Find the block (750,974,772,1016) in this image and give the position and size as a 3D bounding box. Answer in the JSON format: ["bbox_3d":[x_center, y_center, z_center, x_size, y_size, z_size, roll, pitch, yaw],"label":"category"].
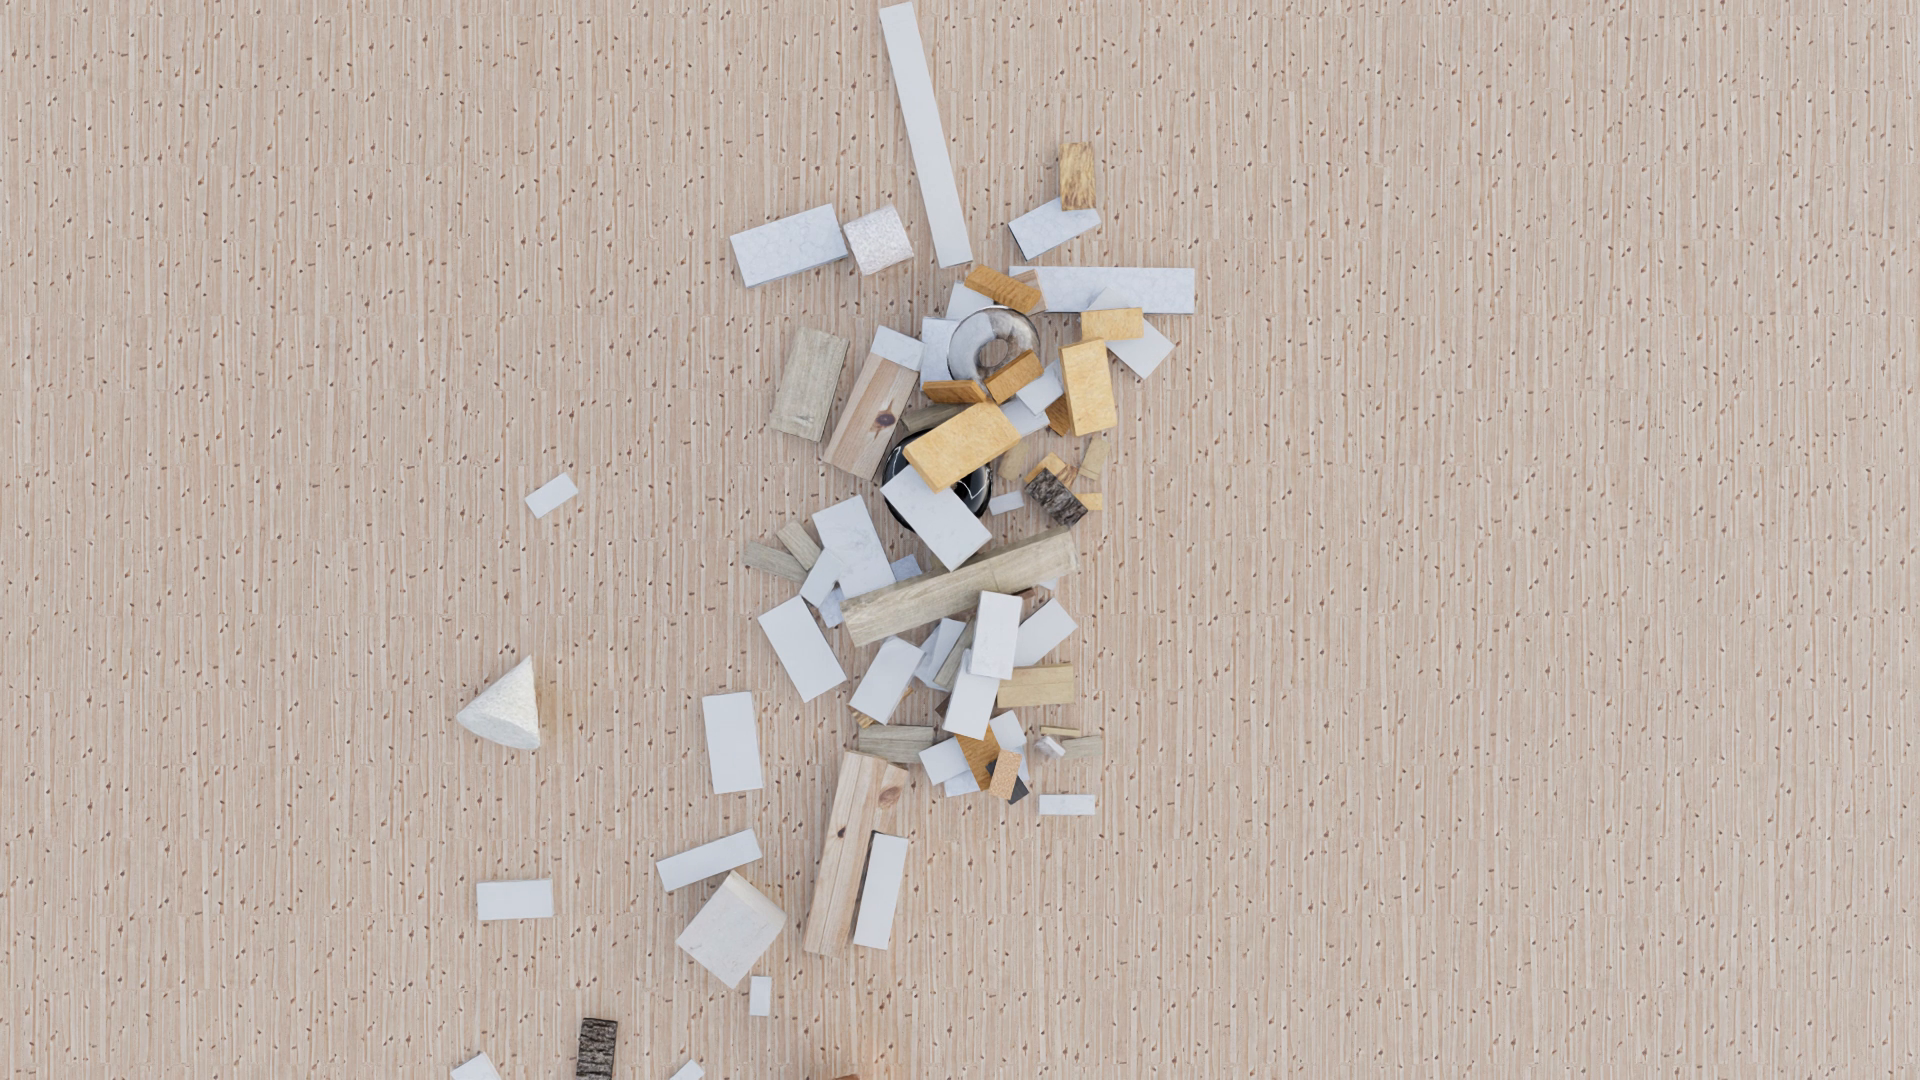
[{"bbox_3d":[-0.664,1.516,5.491,0.064,0.018,0.128,4,90,0],"label":"block"}]

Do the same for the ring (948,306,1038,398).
[{"bbox_3d":[0.110,-0.611,5.390,0.322,0.107,0.322,-10,122,-17],"label":"ring"}]

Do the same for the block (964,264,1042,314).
[{"bbox_3d":[0.140,-0.816,5.358,0.226,0.113,0.032,27,131,12],"label":"block"}]

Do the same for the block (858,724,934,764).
[{"bbox_3d":[-0.212,0.676,5.483,0.243,0.034,0.122,2,90,0],"label":"block"}]

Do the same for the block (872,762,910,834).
[{"bbox_3d":[-0.261,0.848,5.466,0.114,0.032,0.228,19,98,-2],"label":"block"}]

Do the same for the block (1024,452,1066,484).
[{"bbox_3d":[0.282,-0.226,5.481,0.132,0.019,0.066,-44,90,9],"label":"block"}]

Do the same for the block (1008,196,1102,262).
[{"bbox_3d":[0.314,-1.051,5.480,0.277,0.039,0.139,-27,90,0],"label":"block"}]

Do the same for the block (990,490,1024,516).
[{"bbox_3d":[0.153,-0.124,5.492,0.112,0.016,0.056,-17,90,0],"label":"block"}]

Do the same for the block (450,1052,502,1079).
[{"bbox_3d":[-1.576,1.838,5.483,0.122,0.034,0.243,-31,90,0],"label":"block"}]

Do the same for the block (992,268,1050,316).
[{"bbox_3d":[0.141,-0.781,5.441,0.277,0.039,0.139,-17,90,17],"label":"block"}]

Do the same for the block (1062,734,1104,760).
[{"bbox_3d":[0.408,0.690,5.491,0.131,0.018,0.065,-8,90,0],"label":"block"}]

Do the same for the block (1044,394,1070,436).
[{"bbox_3d":[0.371,-0.474,5.483,0.121,0.034,0.243,39,90,0],"label":"block"}]

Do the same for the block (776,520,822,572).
[{"bbox_3d":[-0.528,0.019,5.474,0.081,0.023,0.162,-39,84,-10],"label":"block"}]

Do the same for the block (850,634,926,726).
[{"bbox_3d":[-0.238,0.459,5.441,0.136,0.039,0.272,27,81,16],"label":"block"}]

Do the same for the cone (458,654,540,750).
[{"bbox_3d":[-1.466,0.501,5.437,0.283,0.283,0.283,17,63,0],"label":"cone"}]

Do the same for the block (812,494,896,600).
[{"bbox_3d":[-0.341,0.047,5.454,0.176,0.050,0.352,-23,83,0],"label":"block"}]

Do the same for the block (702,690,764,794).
[{"bbox_3d":[-0.753,0.671,5.477,0.161,0.046,0.322,-7,90,0],"label":"block"}]

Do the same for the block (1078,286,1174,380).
[{"bbox_3d":[0.548,-0.684,5.450,0.297,0.042,0.149,40,98,-7],"label":"block"}]

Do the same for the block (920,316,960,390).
[{"bbox_3d":[-0.065,-0.609,5.434,0.121,0.034,0.243,5,112,5],"label":"block"}]

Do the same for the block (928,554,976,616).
[{"bbox_3d":[-0.020,0.138,5.485,0.105,0.030,0.210,-20,90,0],"label":"block"}]

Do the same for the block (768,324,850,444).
[{"bbox_3d":[-0.500,-0.517,5.475,0.177,0.050,0.354,16,90,0],"label":"block"}]

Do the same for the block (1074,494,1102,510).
[{"bbox_3d":[0.417,-0.126,5.492,0.112,0.016,0.056,-2,90,0],"label":"block"}]

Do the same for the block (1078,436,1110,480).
[{"bbox_3d":[0.448,-0.271,5.491,0.066,0.019,0.132,22,90,0],"label":"block"}]

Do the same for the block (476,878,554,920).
[{"bbox_3d":[-1.478,1.194,5.483,0.243,0.034,0.121,-3,90,0],"label":"block"}]

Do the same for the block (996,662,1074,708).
[{"bbox_3d":[0.247,0.480,5.457,0.255,0.036,0.127,-4,105,-4],"label":"block"}]

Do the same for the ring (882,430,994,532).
[{"bbox_3d":[-0.074,-0.190,5.439,0.369,0.123,0.369,0,89,0],"label":"ring"}]

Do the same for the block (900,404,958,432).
[{"bbox_3d":[-0.102,-0.411,5.441,0.175,0.088,0.025,-23,118,-10],"label":"block"}]

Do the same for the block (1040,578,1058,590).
[{"bbox_3d":[0.247,0.094,5.488,0.172,0.024,0.086,24,90,0],"label":"block"}]

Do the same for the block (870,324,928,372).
[{"bbox_3d":[-0.200,-0.633,5.435,0.189,0.027,0.094,25,104,27],"label":"block"}]

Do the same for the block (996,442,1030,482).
[{"bbox_3d":[0.177,-0.266,5.491,0.066,0.019,0.132,23,90,0],"label":"block"}]

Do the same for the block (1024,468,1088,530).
[{"bbox_3d":[0.319,-0.134,5.467,0.201,0.028,0.100,45,99,-4],"label":"block"}]

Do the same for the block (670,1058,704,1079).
[{"bbox_3d":[-0.918,1.794,5.491,0.128,0.018,0.064,-43,90,0],"label":"block"}]

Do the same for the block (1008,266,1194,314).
[{"bbox_3d":[0.468,-0.829,5.479,0.613,0.042,0.149,1,90,0],"label":"block"}]

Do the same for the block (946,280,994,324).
[{"bbox_3d":[0.017,-0.701,5.428,0.139,0.039,0.277,16,112,1],"label":"block"}]

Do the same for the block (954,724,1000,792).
[{"bbox_3d":[0.073,0.693,5.410,0.117,0.033,0.234,-25,85,-1],"label":"block"}]

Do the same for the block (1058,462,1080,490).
[{"bbox_3d":[0.350,-0.196,5.492,0.056,0.016,0.112,24,90,0],"label":"block"}]

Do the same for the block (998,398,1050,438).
[{"bbox_3d":[0.164,-0.387,5.459,0.243,0.034,0.121,-27,78,6],"label":"block"}]

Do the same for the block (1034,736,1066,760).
[{"bbox_3d":[0.296,0.686,5.425,0.075,0.150,0.021,41,74,0],"label":"block"}]

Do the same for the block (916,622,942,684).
[{"bbox_3d":[-0.078,0.373,5.485,0.103,0.029,0.206,39,90,0],"label":"block"}]
